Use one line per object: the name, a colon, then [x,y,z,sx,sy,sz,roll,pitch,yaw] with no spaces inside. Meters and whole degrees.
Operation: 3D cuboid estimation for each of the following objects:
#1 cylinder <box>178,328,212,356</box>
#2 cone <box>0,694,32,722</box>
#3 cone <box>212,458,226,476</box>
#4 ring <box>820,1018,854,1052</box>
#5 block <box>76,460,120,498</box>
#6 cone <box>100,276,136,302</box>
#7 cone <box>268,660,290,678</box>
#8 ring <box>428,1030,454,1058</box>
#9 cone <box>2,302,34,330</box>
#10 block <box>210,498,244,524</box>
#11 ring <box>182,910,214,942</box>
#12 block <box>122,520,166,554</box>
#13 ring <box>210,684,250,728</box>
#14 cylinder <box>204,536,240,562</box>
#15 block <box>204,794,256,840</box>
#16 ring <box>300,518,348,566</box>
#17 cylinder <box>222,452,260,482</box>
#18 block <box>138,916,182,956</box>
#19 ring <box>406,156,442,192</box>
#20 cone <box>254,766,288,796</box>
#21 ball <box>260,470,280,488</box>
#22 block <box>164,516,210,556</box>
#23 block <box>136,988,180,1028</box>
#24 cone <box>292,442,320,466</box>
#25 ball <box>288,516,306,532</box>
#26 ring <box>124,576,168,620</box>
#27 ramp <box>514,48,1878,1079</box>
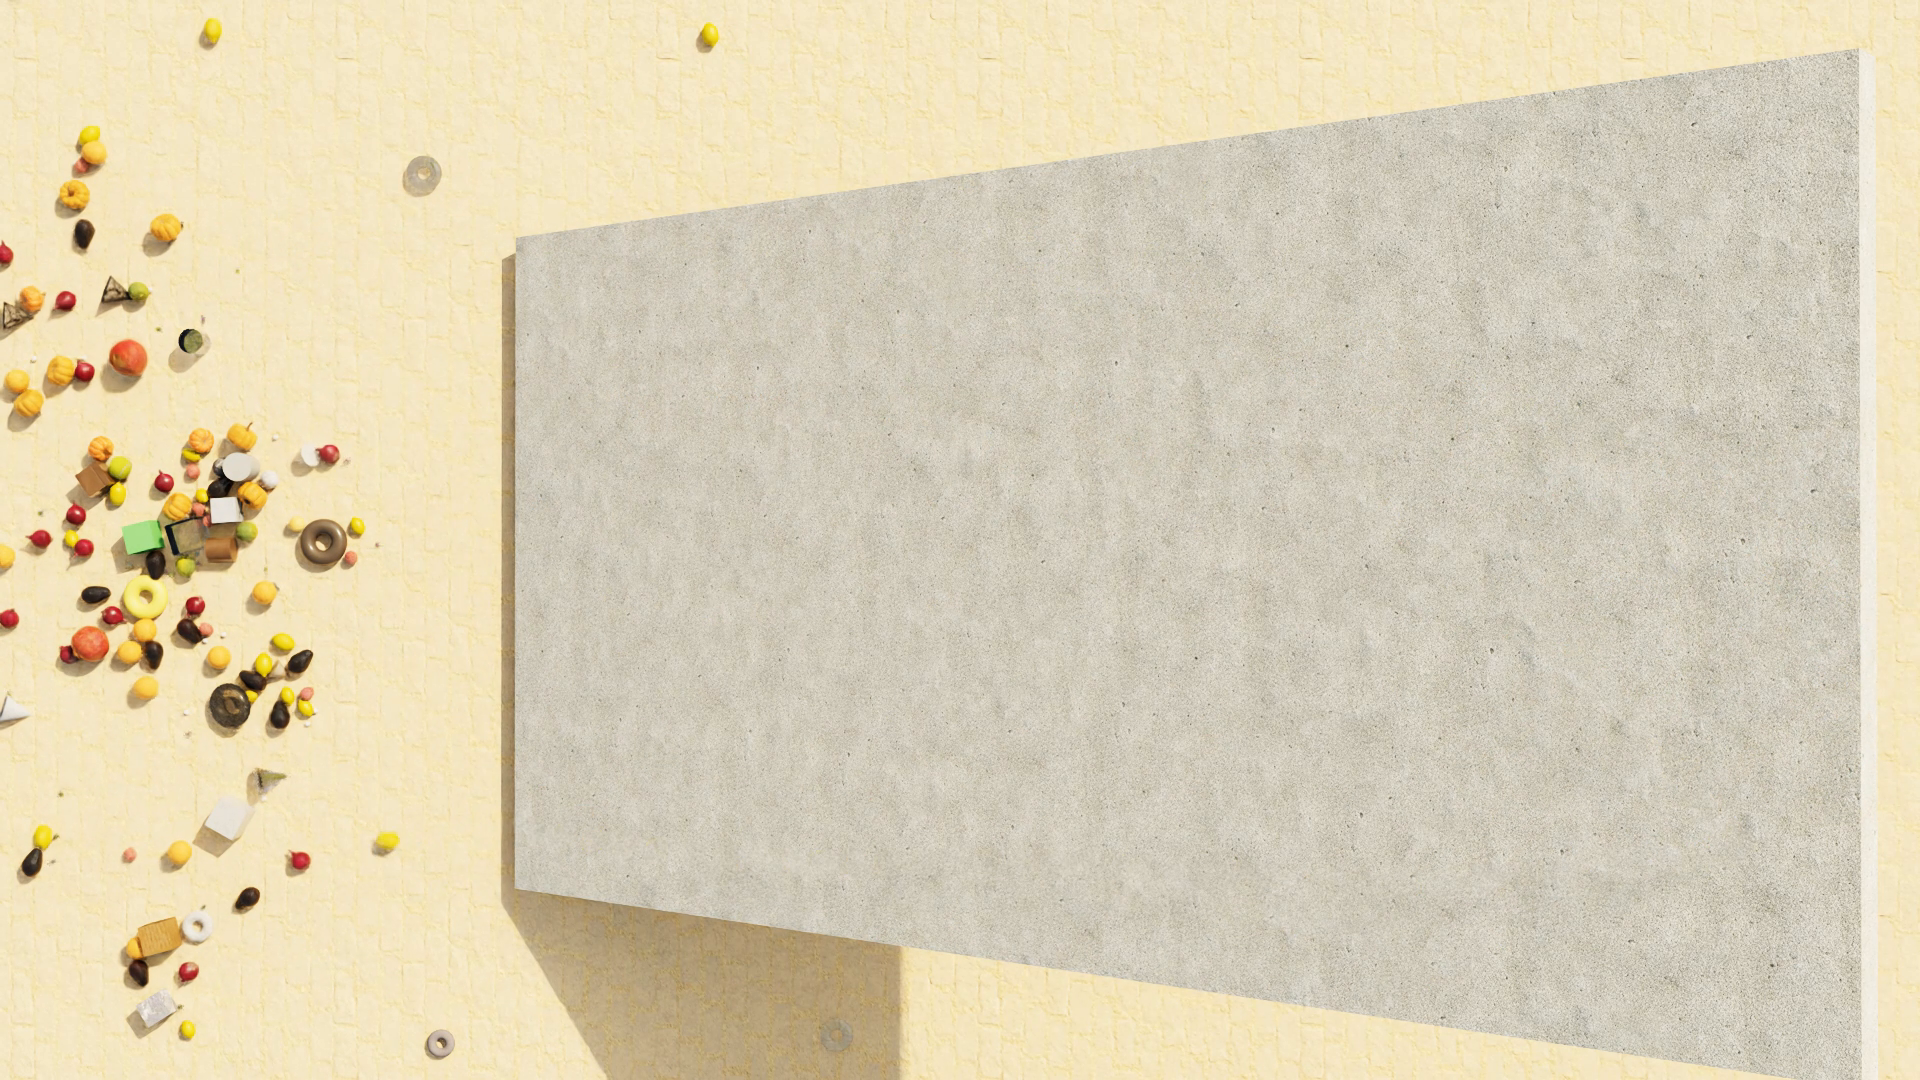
cylinder: [-2.366,-0.612,6.800,0.077,0.077,0.077,0,90,0]
cone: [-2.918,0.533,6.811,0.089,0.089,0.089,19,90,-27]
cone: [-2.293,-0.227,6.805,0.061,0.061,0.061,0,90,0]
ring: [-0.382,1.533,6.807,0.104,0.035,0.104,0,88,1]
block: [-2.664,-0.187,6.795,0.080,0.080,0.080,-35,90,0]
cone: [-2.602,-0.763,6.818,0.091,0.091,0.091,20,90,-26]
cone: [-2.101,0.412,6.818,0.061,0.061,0.061,25,90,-35]
ring: [-1.607,1.559,6.810,0.086,0.029,0.086,0,89,1]
cone: [-2.916,-0.693,6.818,0.090,0.090,0.090,0,90,-27]
block: [-2.265,-0.092,6.797,0.075,0.075,0.075,-4,90,0]
ring: [-2.361,1.197,6.810,0.098,0.033,0.098,0,90,-1]
block: [-2.522,-0.008,6.791,0.087,0.087,0.087,-14,90,0]
ring: [-2.255,0.512,6.791,0.143,0.048,0.143,3,99,21]
cylinder: [-2.282,0.028,6.796,0.076,0.076,0.076,-8,90,8]
block: [-2.248,0.855,6.781,0.095,0.095,0.095,30,90,0]
ring: [-1.971,0.007,6.810,0.148,0.049,0.148,0,89,1]
cylinder: [-2.219,-0.224,6.792,0.087,0.087,0.087,0,90,0]
block: [-2.467,1.222,6.782,0.090,0.090,0.090,-14,90,0]
ring: [-1.663,-1.138,6.823,0.112,0.037,0.112,0,91,0]
cone: [-2.127,0.739,6.808,0.097,0.097,0.097,-10,90,-27]
ball: [-2.138,-0.188,6.807,0.057,0.057,0.057,0,90,0]
block: [-2.380,-0.011,6.787,0.095,0.095,0.095,-17,90,0]
block: [-2.477,1.443,6.786,0.078,0.078,0.078,-32,90,0]
cone: [-2.042,-0.258,6.818,0.078,0.078,0.078,-14,90,26]
ball: [-2.053,-0.051,6.809,0.051,0.051,0.051,0,90,0]
ring: [-2.522,0.177,6.810,0.138,0.046,0.138,0,90,1]
ramp: [0.213,0.062,5.529,4.000,0.100,2.000,0,90,39]
